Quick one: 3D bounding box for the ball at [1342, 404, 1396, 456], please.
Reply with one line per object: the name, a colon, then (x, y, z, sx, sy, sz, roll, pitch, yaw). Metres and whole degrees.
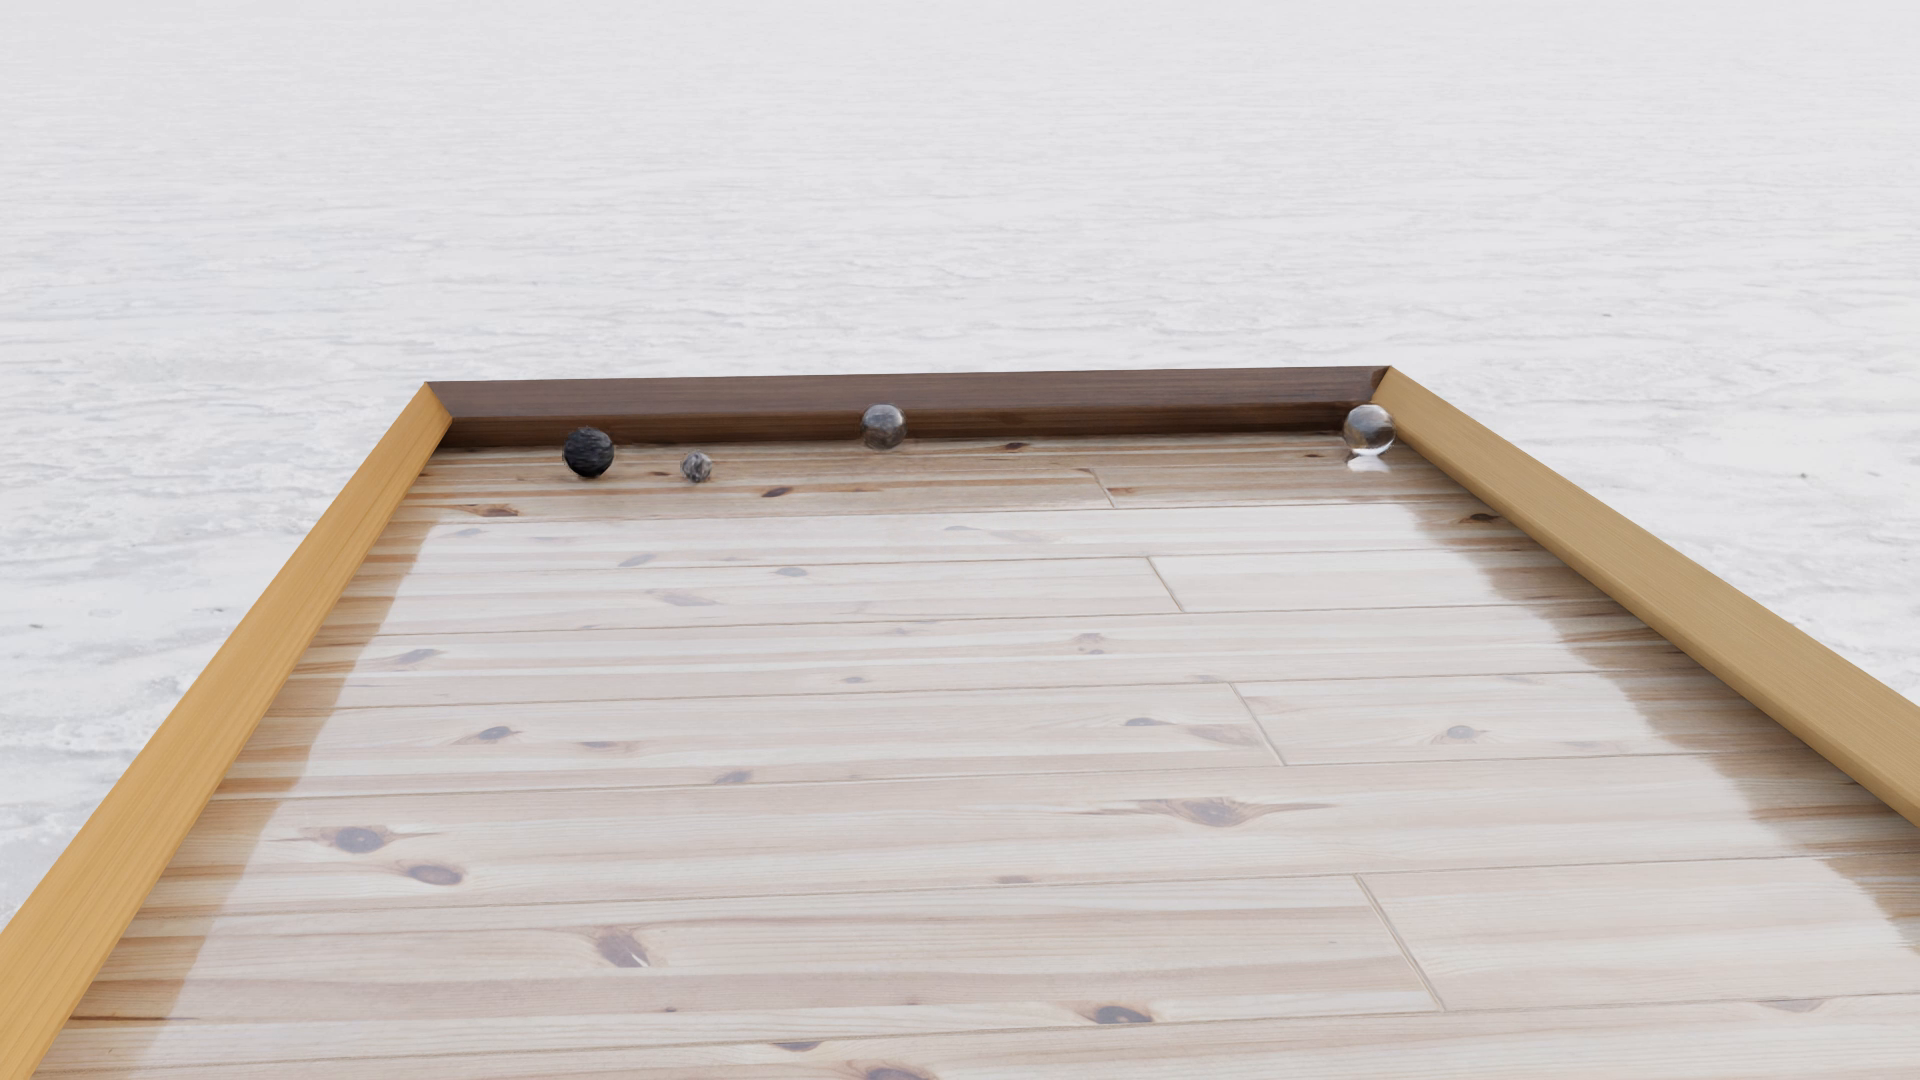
ball: (0.622, -0.167, 3.344, 0.079, 0.079, 0.079, 0, 15, 0)

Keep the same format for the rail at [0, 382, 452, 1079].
rail: (-0.666, 0.188, 1.962, 0.045, 0.103, 2.982, -1, 15, -5)

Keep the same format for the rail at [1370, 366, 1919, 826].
rail: (0.801, 0.153, 2.091, 0.045, 0.103, 2.982, -1, 15, -5)

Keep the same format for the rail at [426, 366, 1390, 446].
rail: (-0.065, -0.206, 3.439, 1.520, 0.103, 0.045, -1, 15, -5)

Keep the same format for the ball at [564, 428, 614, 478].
ball: (-0.541, -0.128, 3.210, 0.072, 0.072, 0.072, 0, 15, 0)

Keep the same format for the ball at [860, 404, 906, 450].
ball: (-0.118, -0.174, 3.385, 0.071, 0.071, 0.071, 0, 15, 0)

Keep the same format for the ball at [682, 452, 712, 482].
ball: (-0.381, -0.106, 3.186, 0.043, 0.043, 0.043, 0, 15, 0)
